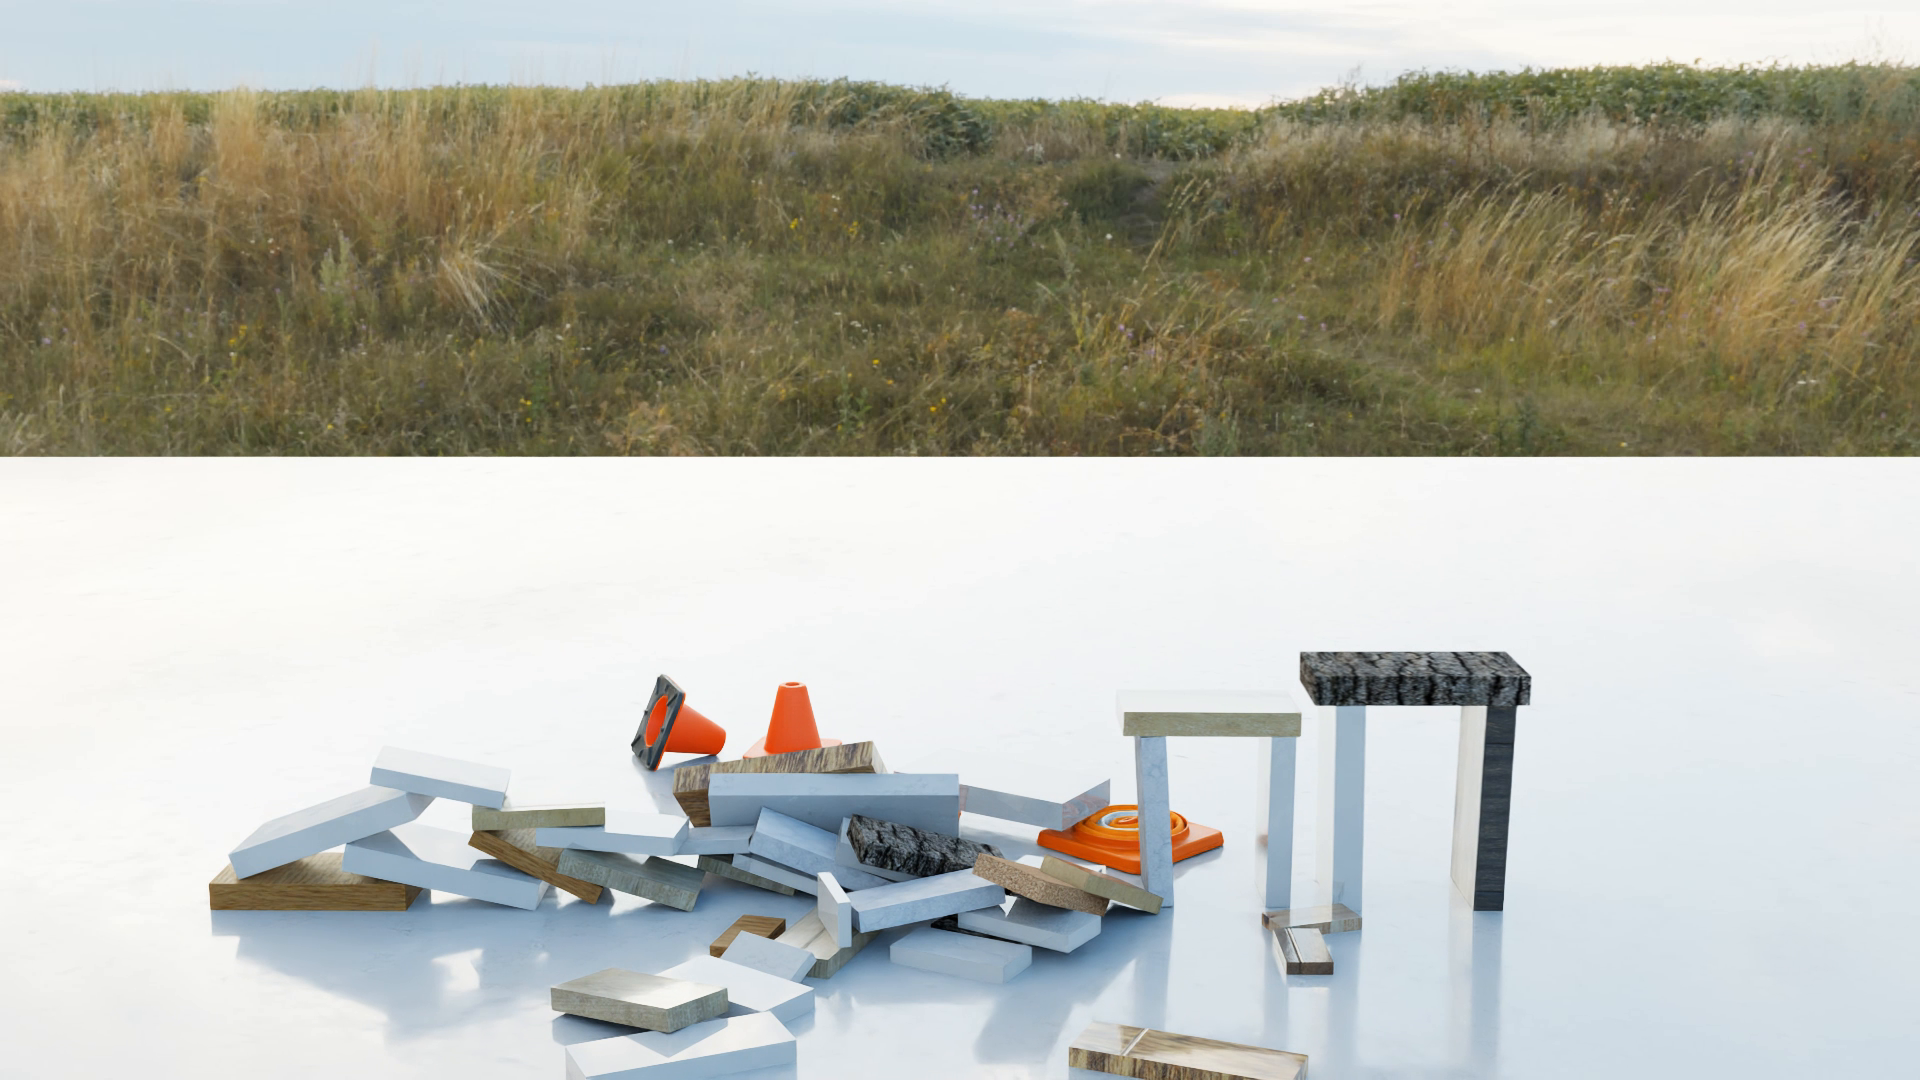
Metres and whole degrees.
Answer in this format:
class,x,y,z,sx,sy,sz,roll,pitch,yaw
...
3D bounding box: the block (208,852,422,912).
class,x,y,z,sx,sy,sz,roll,pitch,yaw
block,-1.063,0.568,3.664,0.321,0.046,0.161,0,11,1

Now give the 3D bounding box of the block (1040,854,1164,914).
class,x,y,z,sx,sy,sz,roll,pitch,yaw
block,0.229,0.554,3.538,0.099,0.028,0.199,17,-6,46

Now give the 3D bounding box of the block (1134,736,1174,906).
class,x,y,z,sx,sy,sz,roll,pitch,yaw
block,0.321,0.447,3.647,0.041,0.288,0.144,-4,11,0

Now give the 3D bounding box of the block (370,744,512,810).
class,x,y,z,sx,sy,sz,roll,pitch,yaw
block,-0.853,0.389,3.618,0.214,0.030,0.107,12,13,-8

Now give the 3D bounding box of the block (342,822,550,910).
class,x,y,z,sx,sy,sz,roll,pitch,yaw
block,-0.845,0.535,3.657,0.321,0.046,0.161,12,10,-2

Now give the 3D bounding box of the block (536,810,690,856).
class,x,y,z,sx,sy,sz,roll,pitch,yaw
block,-0.574,0.482,3.644,0.230,0.033,0.115,4,11,5

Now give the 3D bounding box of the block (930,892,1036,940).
class,x,y,z,sx,sy,sz,roll,pitch,yaw
block,0.047,0.606,3.509,0.097,0.027,0.193,7,12,32

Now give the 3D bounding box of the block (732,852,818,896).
class,x,y,z,sx,sy,sz,roll,pitch,yaw
block,-0.284,0.548,3.674,0.172,0.024,0.086,16,14,17

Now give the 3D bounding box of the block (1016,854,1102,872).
class,x,y,z,sx,sy,sz,roll,pitch,yaw
block,0.157,0.554,3.657,0.142,0.020,0.071,6,12,30

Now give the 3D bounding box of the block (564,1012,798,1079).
class,x,y,z,sx,sy,sz,roll,pitch,yaw
block,-0.379,0.699,2.995,0.294,0.031,0.110,-5,12,-24

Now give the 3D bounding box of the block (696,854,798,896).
class,x,y,z,sx,sy,sz,roll,pitch,yaw
block,-0.348,0.552,3.709,0.172,0.024,0.086,14,13,10

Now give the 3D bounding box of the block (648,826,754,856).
class,x,y,z,sx,sy,sz,roll,pitch,yaw
block,-0.429,0.506,3.701,0.172,0.024,0.086,-3,7,8

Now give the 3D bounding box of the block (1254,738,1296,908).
class,x,y,z,sx,sy,sz,roll,pitch,yaw
block,0.522,0.447,3.647,0.041,0.288,0.144,0,11,0

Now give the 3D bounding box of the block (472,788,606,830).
class,x,y,z,sx,sy,sz,roll,pitch,yaw
block,-0.696,0.445,3.639,0.214,0.030,0.107,-1,11,-10

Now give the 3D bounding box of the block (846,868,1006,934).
class,x,y,z,sx,sy,sz,roll,pitch,yaw
block,-0.060,0.564,3.456,0.238,0.034,0.119,-9,7,-18

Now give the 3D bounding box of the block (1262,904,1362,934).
class,x,y,z,sx,sy,sz,roll,pitch,yaw
block,0.562,0.609,3.513,0.142,0.020,0.071,-3,11,-18

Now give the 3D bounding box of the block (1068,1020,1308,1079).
class,x,y,z,sx,sy,sz,roll,pitch,yaw
block,0.308,0.705,2.975,0.307,0.028,0.099,4,11,22

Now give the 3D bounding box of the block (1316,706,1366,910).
class,x,y,z,sx,sy,sz,roll,pitch,yaw
block,0.629,0.420,3.639,0.049,0.345,0.172,-1,11,0

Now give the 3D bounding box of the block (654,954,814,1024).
class,x,y,z,sx,sy,sz,roll,pitch,yaw
block,-0.331,0.660,3.208,0.220,0.031,0.110,8,13,37

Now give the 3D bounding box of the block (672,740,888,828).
class,x,y,z,sx,sy,sz,roll,pitch,yaw
block,-0.300,0.443,3.827,0.356,0.178,0.050,-9,49,10

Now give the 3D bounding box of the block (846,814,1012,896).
class,x,y,z,sx,sy,sz,roll,pitch,yaw
block,-0.048,0.515,3.596,0.258,0.037,0.129,15,10,-16

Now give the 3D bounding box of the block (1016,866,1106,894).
class,x,y,z,sx,sy,sz,roll,pitch,yaw
block,0.147,0.573,3.684,0.194,0.027,0.097,0,11,2

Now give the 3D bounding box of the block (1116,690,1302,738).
class,x,y,z,sx,sy,sz,roll,pitch,yaw
block,0.406,0.285,3.617,0.288,0.041,0.144,0,11,-1

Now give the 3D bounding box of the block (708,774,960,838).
class,x,y,z,sx,sy,sz,roll,pitch,yaw
block,-0.212,0.480,3.770,0.421,0.178,0.050,0,40,0

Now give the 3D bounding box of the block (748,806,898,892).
class,x,y,z,sx,sy,sz,roll,pitch,yaw
block,-0.220,0.525,3.660,0.258,0.037,0.129,21,10,-4

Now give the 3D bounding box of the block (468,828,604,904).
class,x,y,z,sx,sy,sz,roll,pitch,yaw
block,-0.694,0.524,3.654,0.230,0.033,0.115,26,10,-3

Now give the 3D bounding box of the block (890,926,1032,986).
class,x,y,z,sx,sy,sz,roll,pitch,yaw
block,0.001,0.634,3.359,0.194,0.027,0.097,6,12,28

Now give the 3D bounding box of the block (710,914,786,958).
class,x,y,z,sx,sy,sz,roll,pitch,yaw
block,-0.331,0.623,3.438,0.072,0.020,0.143,3,11,16

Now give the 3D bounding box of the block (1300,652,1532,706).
class,x,y,z,sx,sy,sz,roll,pitch,yaw
block,0.741,0.226,3.603,0.345,0.049,0.172,0,11,0

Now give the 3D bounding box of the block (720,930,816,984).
class,x,y,z,sx,sy,sz,roll,pitch,yaw
block,-0.291,0.633,3.289,0.143,0.020,0.072,8,45,37

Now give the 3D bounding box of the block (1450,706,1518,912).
class,x,y,z,sx,sy,sz,roll,pitch,yaw
block,0.865,0.420,3.639,0.049,0.345,0.172,1,11,0

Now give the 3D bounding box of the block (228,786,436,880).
class,x,y,z,sx,sy,sz,roll,pitch,yaw
block,-1.033,0.467,3.652,0.321,0.046,0.161,-19,10,8

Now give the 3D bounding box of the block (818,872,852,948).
class,x,y,z,sx,sy,sz,roll,pitch,yaw
block,-0.195,0.571,3.403,0.020,0.072,0.143,-3,11,-16

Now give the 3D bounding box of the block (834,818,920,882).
class,x,y,z,sx,sy,sz,roll,pitch,yaw
block,-0.078,0.534,3.654,0.258,0.037,0.129,17,10,-4

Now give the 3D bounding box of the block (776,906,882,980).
class,x,y,z,sx,sy,sz,roll,pitch,yaw
block,-0.212,0.622,3.414,0.110,0.031,0.220,4,11,19

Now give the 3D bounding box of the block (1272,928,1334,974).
class,x,y,z,sx,sy,sz,roll,pitch,yaw
block,0.527,0.633,3.384,0.071,0.020,0.142,0,11,0

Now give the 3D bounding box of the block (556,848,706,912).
class,x,y,z,sx,sy,sz,roll,pitch,yaw
block,-0.541,0.547,3.630,0.230,0.033,0.115,17,10,-3

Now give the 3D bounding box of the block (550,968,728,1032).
class,x,y,z,sx,sy,sz,roll,pitch,yaw
block,-0.458,0.655,3.136,0.238,0.034,0.119,0,5,38

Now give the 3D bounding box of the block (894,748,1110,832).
class,x,y,z,sx,sy,sz,roll,pitch,yaw
block,0.075,0.452,4.016,0.356,0.050,0.178,7,13,31

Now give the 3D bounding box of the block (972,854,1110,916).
class,x,y,z,sx,sy,sz,roll,pitch,yaw
block,0.131,0.543,3.453,0.119,0.034,0.302,19,-5,26

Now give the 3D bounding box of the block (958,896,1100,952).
class,x,y,z,sx,sy,sz,roll,pitch,yaw
block,0.107,0.594,3.421,0.199,0.028,0.099,7,12,32
